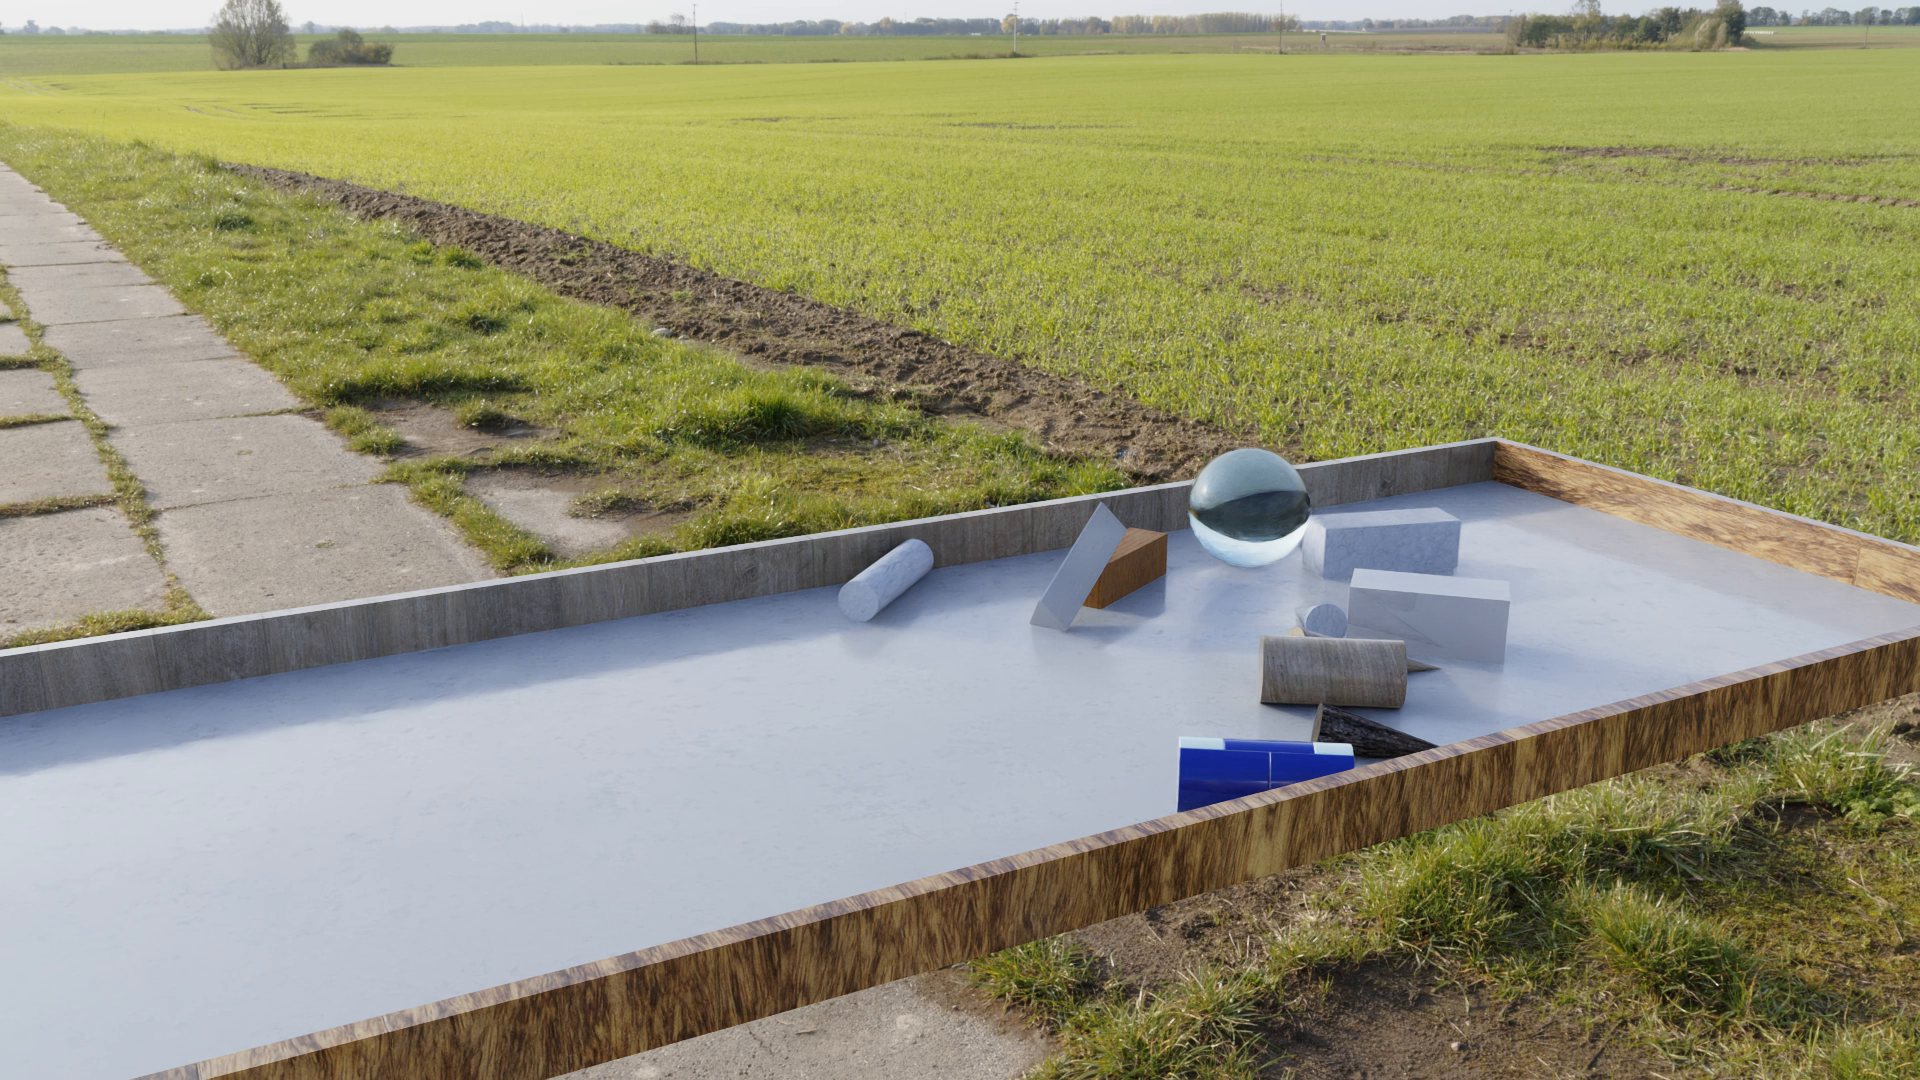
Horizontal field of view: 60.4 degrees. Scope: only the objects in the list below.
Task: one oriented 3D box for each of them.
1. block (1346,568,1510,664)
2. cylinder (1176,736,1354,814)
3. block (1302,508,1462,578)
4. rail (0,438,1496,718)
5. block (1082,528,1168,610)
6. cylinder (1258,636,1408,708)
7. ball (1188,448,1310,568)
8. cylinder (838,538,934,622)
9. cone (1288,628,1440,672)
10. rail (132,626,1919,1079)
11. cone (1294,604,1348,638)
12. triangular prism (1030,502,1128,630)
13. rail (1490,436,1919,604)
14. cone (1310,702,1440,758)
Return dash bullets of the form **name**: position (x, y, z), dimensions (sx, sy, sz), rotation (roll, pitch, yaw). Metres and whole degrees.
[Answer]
- **block**: position (1.239, 0.199, 4.372), dimensions (0.400, 0.172, 0.172), rotation (5, 17, 16)
- **cylinder**: position (0.624, 0.492, 3.394), dimensions (0.349, 0.160, 0.160), rotation (2, 16, 6)
- **block**: position (1.292, 0.006, 5.063), dimensions (0.442, 0.153, 0.153), rotation (-3, 17, -11)
- **rail**: position (-3.305, 0.497, 3.399), dimensions (12.000, 0.150, 0.050), rotation (-9, 18, -27)
- **block**: position (0.461, 0.079, 4.862), dimensions (0.126, 0.126, 0.409), rotation (11, 19, 32)
- **cylinder**: position (0.896, 0.317, 3.986), dimensions (0.335, 0.163, 0.163), rotation (2, 16, 6)
- **ball**: position (0.882, -0.097, 5.035), dimensions (0.367, 0.367, 0.367), rotation (0, 16, 0)
- **cylinder**: position (-0.209, 0.112, 4.761), dimensions (0.120, 0.120, 0.438), rotation (6, 17, 19)
- **cone**: position (1.039, 0.308, 4.185), dimensions (0.412, 0.137, 0.137), rotation (6, 15, -13)
- **rail**: position (-2.336, 1.006, 1.665), dimensions (12.000, 0.150, 0.050), rotation (-9, 18, -27)
- **cone**: position (0.963, 0.210, 4.538), dimensions (0.115, 0.115, 0.311), rotation (-1, 6, -4)
- **triangular prism**: position (0.323, 0.065, 4.608), dimensions (0.117, 0.101, 0.409), rotation (9, 47, 31)
- **rail**: position (2.466, -0.048, 5.253), dimensions (0.050, 0.150, 2.100), rotation (-9, 18, -27)
- **cone**: position (0.981, 0.458, 3.693), dimensions (0.367, 0.118, 0.118), rotation (11, 18, 5)
